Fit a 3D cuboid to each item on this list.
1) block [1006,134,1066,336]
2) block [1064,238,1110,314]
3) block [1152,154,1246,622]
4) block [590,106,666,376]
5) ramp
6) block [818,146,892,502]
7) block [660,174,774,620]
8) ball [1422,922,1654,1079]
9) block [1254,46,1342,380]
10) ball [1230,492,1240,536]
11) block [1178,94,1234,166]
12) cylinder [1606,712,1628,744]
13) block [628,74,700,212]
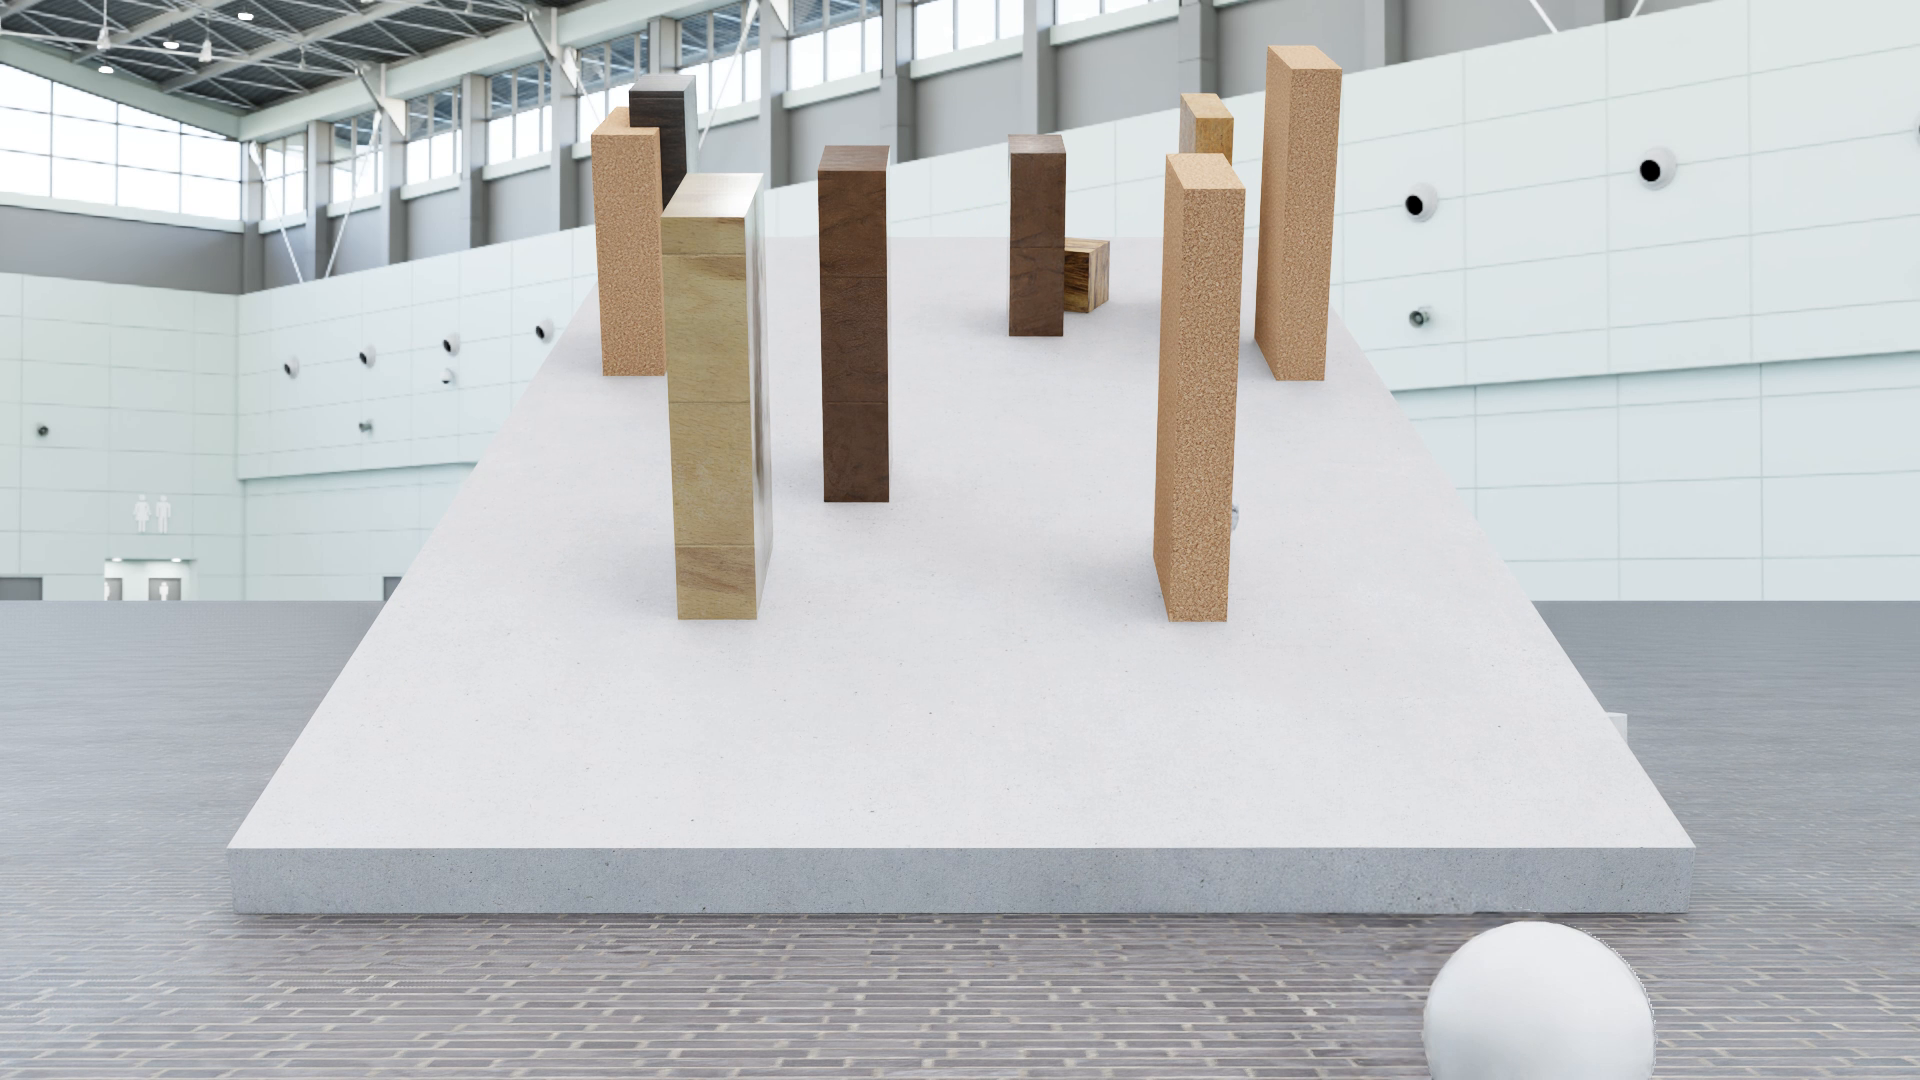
[{"bbox_3d":[0.192,-0.778,5.758,0.137,0.463,0.279,0,20,0],"label":"block"},{"bbox_3d":[0.294,-0.707,6.009,0.161,0.161,0.161,8,21,22],"label":"block"},{"bbox_3d":[0.407,-0.266,3.893,0.099,0.744,0.326,0,20,0],"label":"block"},{"bbox_3d":[-0.772,-0.728,5.451,0.145,0.570,0.426,0,20,0],"label":"block"},{"bbox_3d":[-0.005,-0.203,4.976,2.000,0.100,4.000,0,20,0],"label":"ramp"},{"bbox_3d":[-0.204,-0.431,4.486,0.129,0.657,0.281,0,20,0],"label":"block"},{"bbox_3d":[-0.416,-0.256,3.935,0.135,0.696,0.386,0,20,0],"label":"block"},{"bbox_3d":[0.457,0.392,1.790,0.178,0.178,0.178,0,-1,0],"label":"ball"},{"bbox_3d":[0.800,-0.785,5.387,0.114,0.725,0.411,0,20,0],"label":"block"},{"bbox_3d":[0.458,-0.051,4.210,0.127,0.127,0.127,0,-1,0],"label":"ball"},{"bbox_3d":[0.622,-0.839,5.799,0.092,0.550,0.406,0,20,0],"label":"block"},{"bbox_3d":[1.203,0.443,4.429,0.204,0.204,0.204,0,-1,0],"label":"cylinder"},{"bbox_3d":[-0.704,-0.776,5.462,0.129,0.654,0.272,0,20,0],"label":"block"}]
